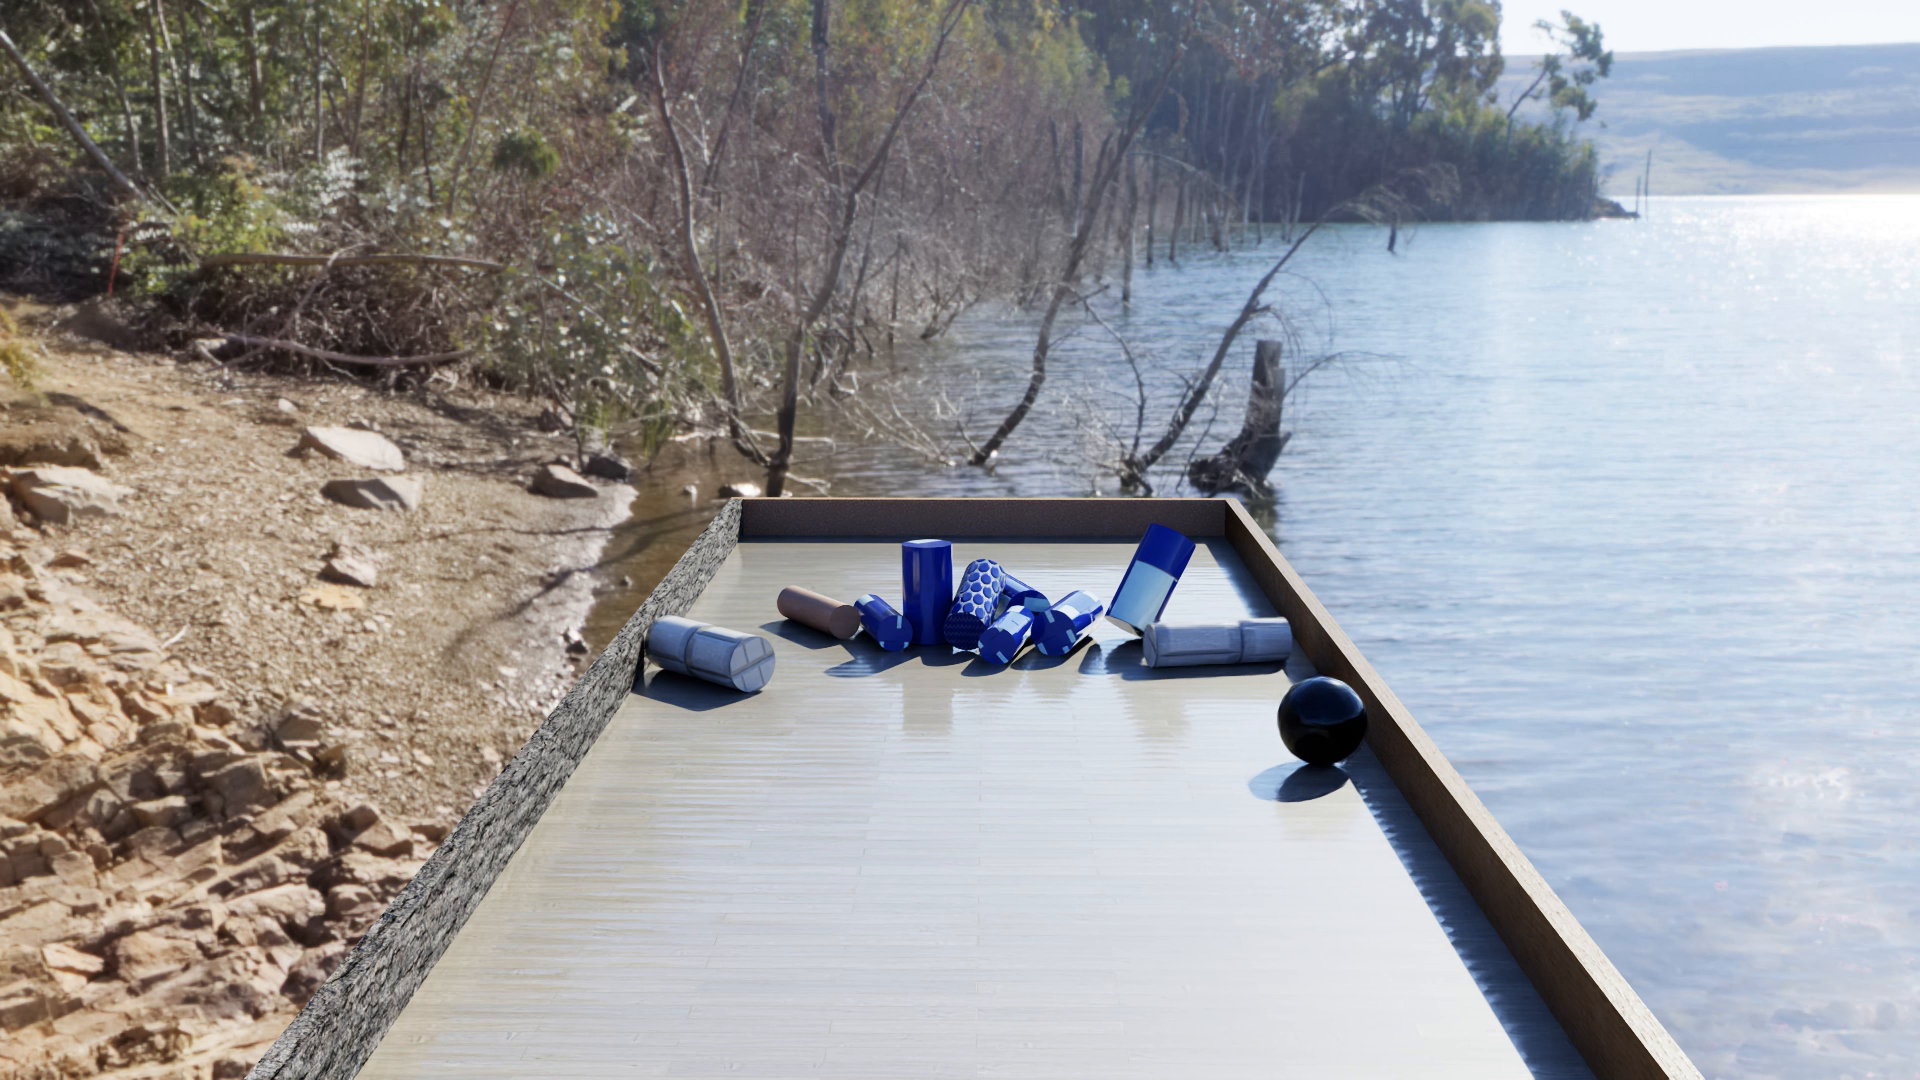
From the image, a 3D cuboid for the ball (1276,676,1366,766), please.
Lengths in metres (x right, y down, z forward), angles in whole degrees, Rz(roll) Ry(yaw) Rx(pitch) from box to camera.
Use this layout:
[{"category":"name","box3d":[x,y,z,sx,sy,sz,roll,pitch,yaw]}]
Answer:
[{"category":"ball","box3d":[0.899,0.449,5.468,0.221,0.221,0.221,0,9,0]}]

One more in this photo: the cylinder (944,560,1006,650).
[{"category":"cylinder","box3d":[0.049,0.202,6.953,0.138,0.138,0.340,2,29,12]}]

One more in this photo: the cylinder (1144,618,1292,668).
[{"category":"cylinder","box3d":[0.778,0.308,6.645,0.428,0.132,0.132,-2,9,-13]}]

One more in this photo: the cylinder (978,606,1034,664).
[{"category":"cylinder","box3d":[0.148,0.292,6.799,0.116,0.116,0.360,2,9,11]}]

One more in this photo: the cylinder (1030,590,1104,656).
[{"category":"cylinder","box3d":[0.340,0.259,6.914,0.145,0.145,0.354,3,9,17]}]

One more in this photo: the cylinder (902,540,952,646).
[{"category":"cylinder","box3d":[-0.102,0.166,6.957,0.160,0.313,0.160,-1,9,0]}]

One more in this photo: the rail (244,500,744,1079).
[{"category":"rail","box3d":[-1.004,0.839,3.234,0.050,0.150,12.000,0,9,1]}]

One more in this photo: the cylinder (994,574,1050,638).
[{"category":"cylinder","box3d":[0.172,0.209,7.190,0.156,0.156,0.356,-3,9,-15]}]

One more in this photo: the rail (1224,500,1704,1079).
[{"category":"rail","box3d":[1.046,0.843,3.208,0.050,0.150,12.000,0,9,1]}]

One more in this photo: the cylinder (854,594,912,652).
[{"category":"cylinder","box3d":[-0.249,0.261,6.993,0.115,0.115,0.370,-2,9,-14]}]

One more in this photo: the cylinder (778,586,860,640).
[{"category":"cylinder","box3d":[-0.464,0.234,7.179,0.111,0.111,0.395,-5,10,-29]}]

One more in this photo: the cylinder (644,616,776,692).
[{"category":"cylinder","box3d":[-0.733,0.329,6.418,0.162,0.162,0.425,-8,12,-42]}]

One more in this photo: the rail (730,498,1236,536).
[{"category":"rail","box3d":[0.099,-0.098,9.147,2.100,0.150,0.050,0,9,1]}]

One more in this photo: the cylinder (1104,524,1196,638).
[{"category":"cylinder","box3d":[0.605,0.132,6.997,0.166,0.332,0.166,26,-9,5]}]
